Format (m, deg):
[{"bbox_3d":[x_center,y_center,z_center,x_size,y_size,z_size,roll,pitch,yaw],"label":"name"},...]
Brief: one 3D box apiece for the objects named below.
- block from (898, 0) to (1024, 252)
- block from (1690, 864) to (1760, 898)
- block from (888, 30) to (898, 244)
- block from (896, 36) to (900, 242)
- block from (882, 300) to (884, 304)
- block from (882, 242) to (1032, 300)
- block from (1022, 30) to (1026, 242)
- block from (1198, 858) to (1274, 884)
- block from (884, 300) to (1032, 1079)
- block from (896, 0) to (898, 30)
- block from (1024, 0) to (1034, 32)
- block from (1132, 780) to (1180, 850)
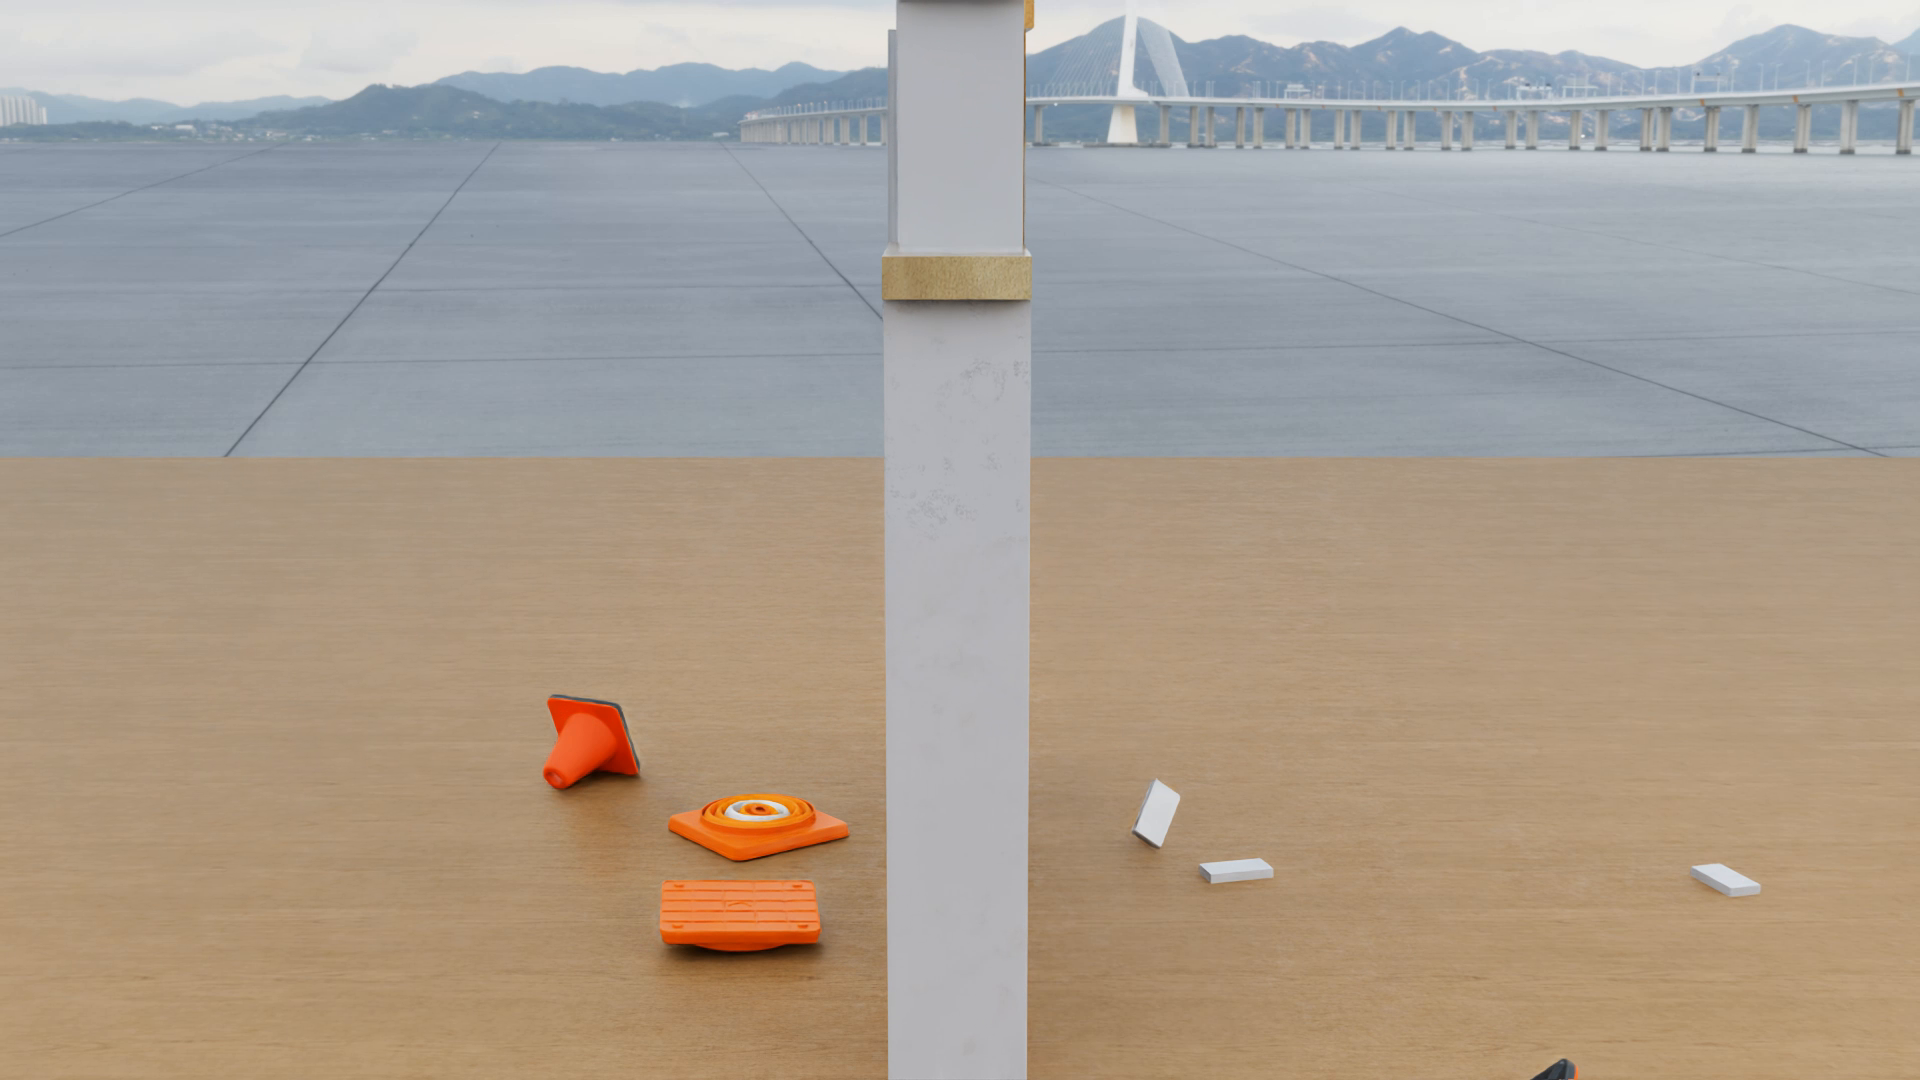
[{"bbox_3d":[0.001,-0.507,2.700,0.152,0.304,0.043,0,11,0],"label":"block"},{"bbox_3d":[1.291,0.574,3.712,0.057,0.016,0.113,-3,11,-15],"label":"block"},{"bbox_3d":[-0.019,-0.598,3.369,0.179,0.357,0.051,1,9,4],"label":"block"},{"bbox_3d":[-0.006,-0.569,3.255,0.171,0.342,0.048,1,11,5],"label":"block"},{"bbox_3d":[-0.017,-0.401,3.427,0.180,0.051,0.360,0,11,2],"label":"block"},{"bbox_3d":[-0.004,-0.345,2.799,0.179,0.051,0.358,0,11,0],"label":"block"},{"bbox_3d":[0.003,-0.496,3.027,0.171,0.402,0.048,0,10,-2],"label":"block"},{"bbox_3d":[0.472,0.565,3.758,0.113,0.016,0.057,-3,11,-15],"label":"block"},{"bbox_3d":[-0.003,0.219,2.782,0.179,1.053,0.051,0,11,0],"label":"block"},{"bbox_3d":[0.002,-0.740,3.104,0.171,0.048,0.342,0,11,0],"label":"block"},{"bbox_3d":[0.013,-0.822,3.455,0.179,0.051,0.357,-1,10,-3],"label":"block"},{"bbox_3d":[0.349,0.488,3.914,0.057,0.113,0.016,35,-36,-11],"label":"block"}]
